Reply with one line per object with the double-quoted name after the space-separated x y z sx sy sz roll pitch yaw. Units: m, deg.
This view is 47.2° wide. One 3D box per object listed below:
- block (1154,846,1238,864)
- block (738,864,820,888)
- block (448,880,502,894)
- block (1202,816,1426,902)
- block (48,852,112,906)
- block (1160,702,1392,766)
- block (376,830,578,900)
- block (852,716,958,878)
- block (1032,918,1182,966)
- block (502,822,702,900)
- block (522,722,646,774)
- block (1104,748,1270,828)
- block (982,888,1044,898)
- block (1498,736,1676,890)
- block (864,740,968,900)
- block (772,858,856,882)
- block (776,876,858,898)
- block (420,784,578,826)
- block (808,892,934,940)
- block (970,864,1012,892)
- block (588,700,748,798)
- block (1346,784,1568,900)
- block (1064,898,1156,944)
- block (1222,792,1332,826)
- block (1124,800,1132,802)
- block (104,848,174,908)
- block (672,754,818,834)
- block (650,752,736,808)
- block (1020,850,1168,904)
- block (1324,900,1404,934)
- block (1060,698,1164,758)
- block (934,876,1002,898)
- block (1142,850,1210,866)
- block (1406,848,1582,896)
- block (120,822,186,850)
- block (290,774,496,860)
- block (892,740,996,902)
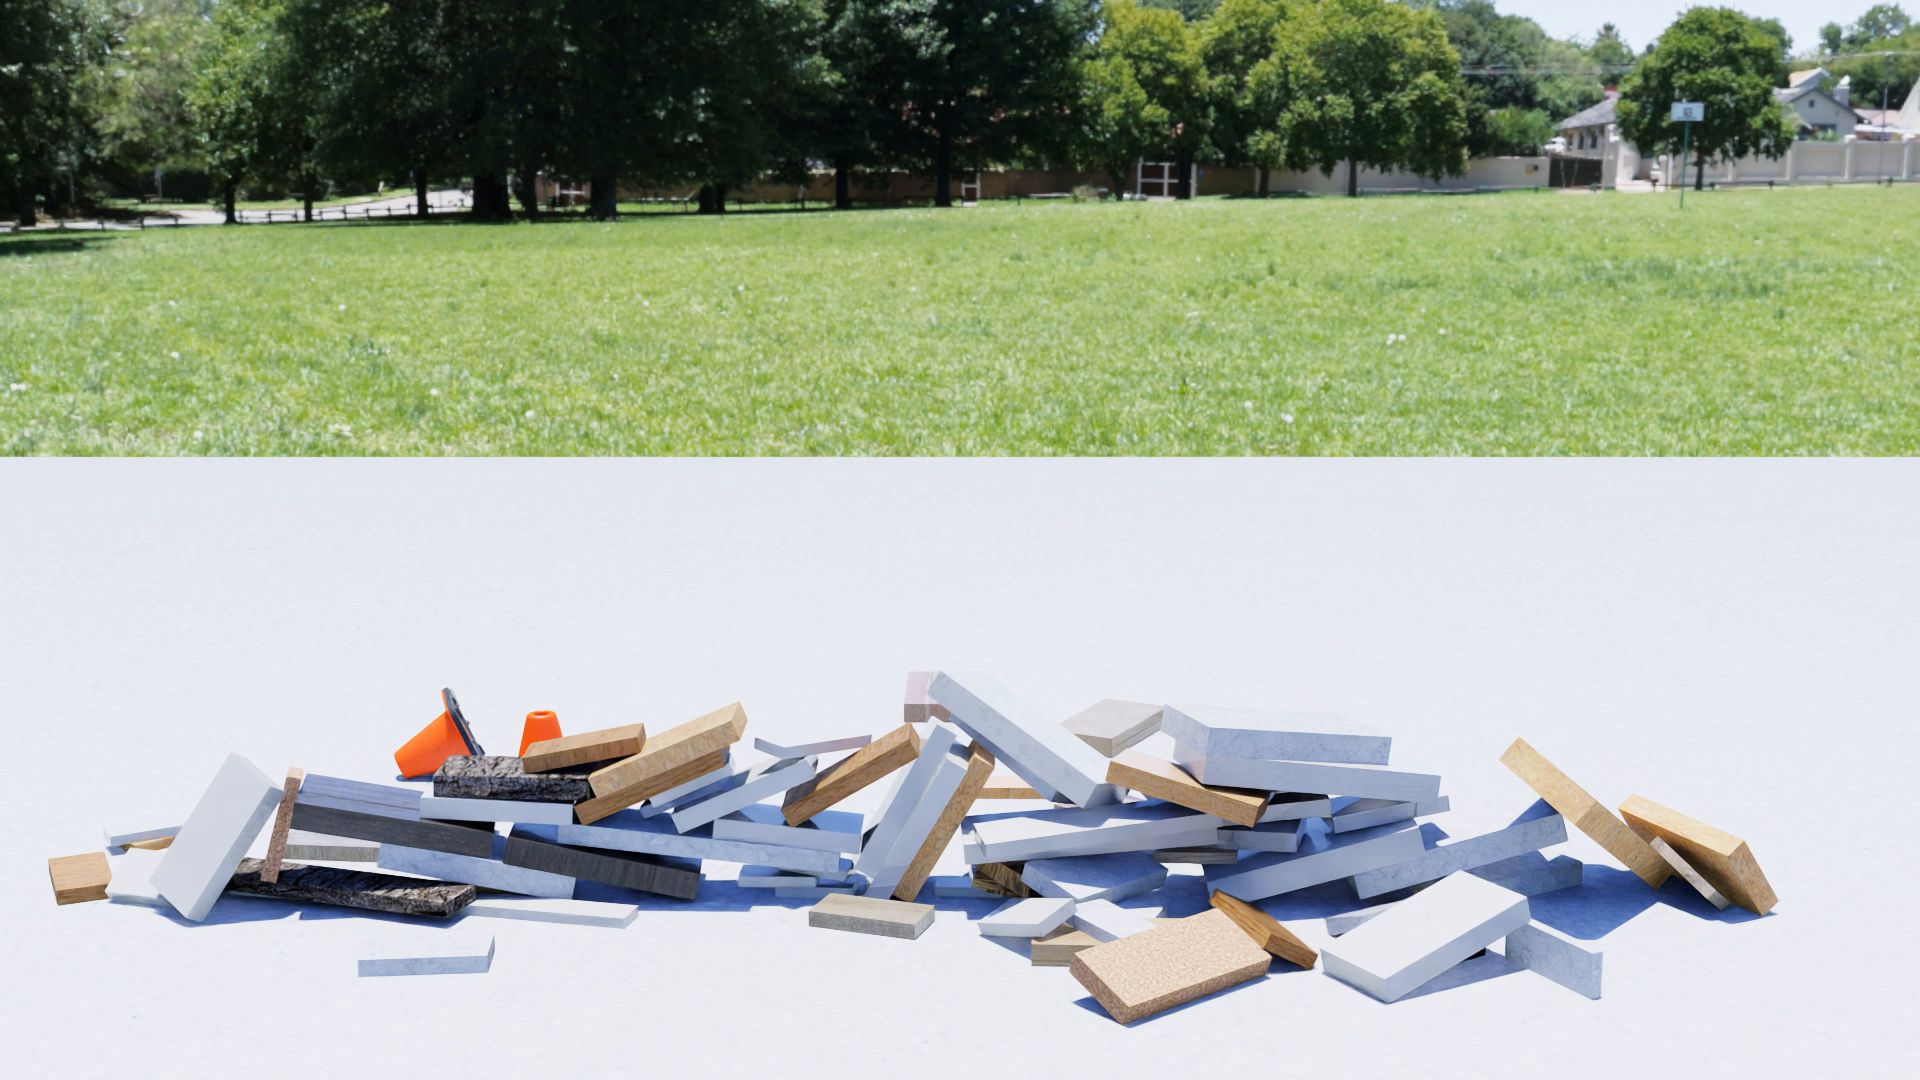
0.392 0.514 3.645 0.135 0.019 0.068 -1 15 11 "block"
-0.302 0.561 3.672 0.129 0.018 0.064 0 9 2 "block"
-0.826 0.545 3.734 0.087 0.025 0.175 8 16 -18 "block"
0.580 0.519 3.659 0.355 0.050 0.177 -15 10 4 "block"
-1.482 0.570 3.708 0.090 0.026 0.181 -5 12 -26 "block"
0.518 0.318 3.605 0.334 0.047 0.167 5 8 -21 "block"
-0.794 0.527 3.661 0.318 0.045 0.159 11 9 -7 "block"
-0.094 0.425 3.657 0.038 0.271 0.135 30 -1 -5 "block"
0.235 0.622 3.402 0.247 0.035 0.123 1 11 3 "block"
-0.591 0.524 3.671 0.318 0.045 0.159 12 9 -6 "block"
-0.620 0.344 3.636 0.192 0.027 0.096 -10 10 -1 "block"
0.368 0.398 3.547 0.247 0.035 0.123 16 8 15 "block"
0.095 0.574 3.645 0.112 0.016 0.056 11 17 3 "block"
1.036 0.452 3.620 0.355 0.050 0.177 34 8 -45 "block"
-0.072 0.466 3.645 0.038 0.271 0.135 30 10 -5 "block"
-0.243 0.541 3.675 0.129 0.018 0.064 9 10 12 "block"
-0.240 0.579 3.678 0.129 0.018 0.064 1 11 6 "block"
-0.756 0.431 3.638 0.246 0.035 0.123 3 10 -2 "block"
-0.141 0.603 3.528 0.182 0.026 0.091 4 11 19 "block"
0.073 0.559 3.628 0.112 0.016 0.056 7 17 -7 "block"
-0.478 0.344 3.618 0.254 0.036 0.127 -22 9 4 "block"
0.814 0.502 3.679 0.355 0.050 0.177 -16 10 0 "block"
0.233 0.594 3.395 0.079 0.022 0.158 -7 12 -32 "block"
0.510 0.438 3.649 0.195 0.028 0.098 -6 10 2 "block"
0.303 0.513 3.828 0.068 0.019 0.135 17 40 5 "block"
-1.313 0.560 3.632 0.175 0.025 0.087 3 49 17 "block"
-0.355 0.409 3.647 0.241 0.034 0.121 -23 8 3 "block"
-0.442 0.396 3.634 0.143 0.020 0.072 -23 9 0 "block"
0.221 0.544 3.577 0.117 0.033 0.234 30 25 36 "block"
0.681 0.593 3.485 0.183 0.026 0.091 -7 -8 -27 "block"
0.312 0.393 4.617 0.145 0.041 0.290 6 12 28 "block"
0.016 0.580 3.679 0.112 0.016 0.056 1 11 6 "block"
0.364 0.520 3.705 0.135 0.019 0.067 2 16 21 "block"
0.897 0.564 3.704 0.275 0.039 0.138 -6 12 -30 "block"
-1.426 0.533 3.926 0.062 0.017 0.123 10 14 43 "block"
-0.929 0.455 3.630 0.318 0.045 0.159 11 9 -11 "block"
-0.027 0.463 3.659 0.038 0.271 0.135 30 10 -4 "block"
